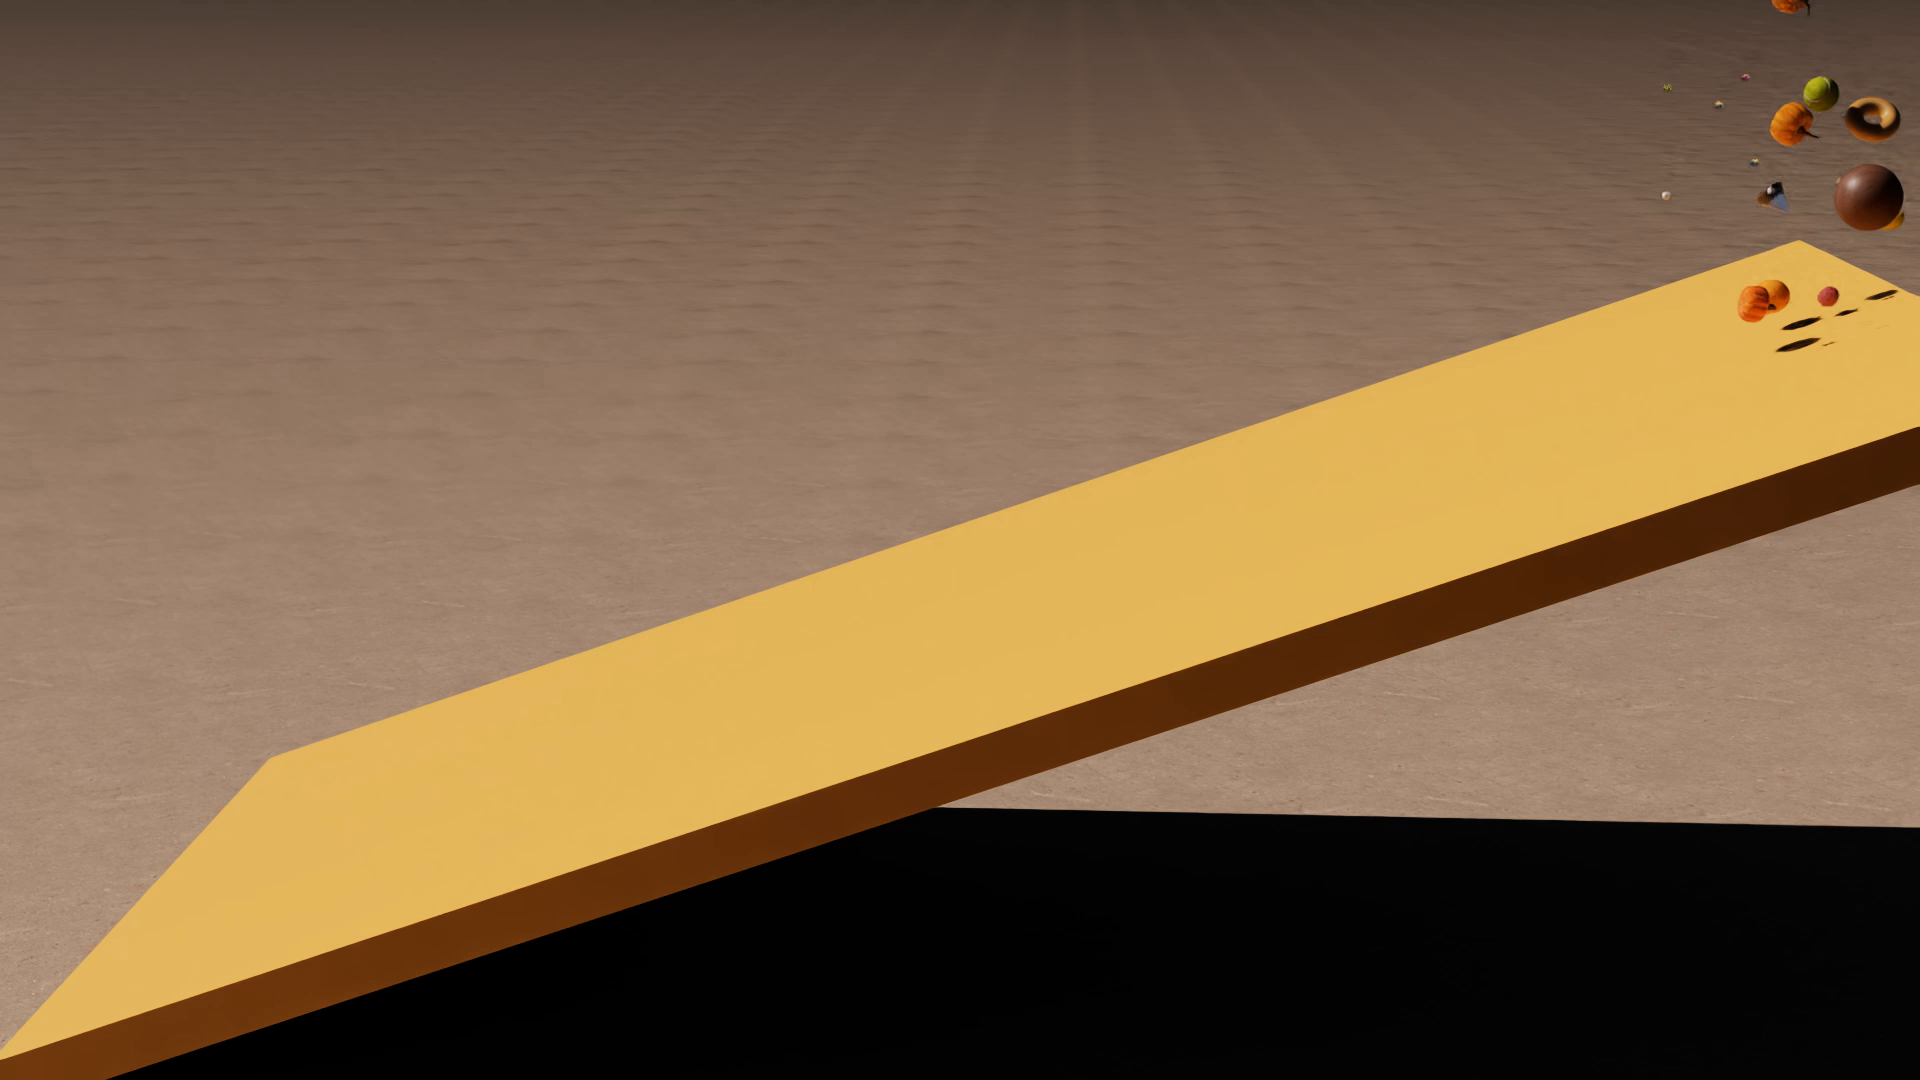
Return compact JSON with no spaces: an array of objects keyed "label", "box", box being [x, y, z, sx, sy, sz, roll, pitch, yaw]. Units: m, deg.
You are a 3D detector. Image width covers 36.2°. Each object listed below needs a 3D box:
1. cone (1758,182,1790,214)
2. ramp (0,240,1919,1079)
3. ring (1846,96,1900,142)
[{"label":"cone","box":[1.720,-0.706,6.174,0.063,0.063,0.063,-12,56,-43]},{"label":"ramp","box":[0.111,0.179,6.301,4.000,0.100,2.000,-19,11,6]},{"label":"ring","box":[1.819,-0.838,5.862,0.108,0.036,0.108,-3,56,4]}]
